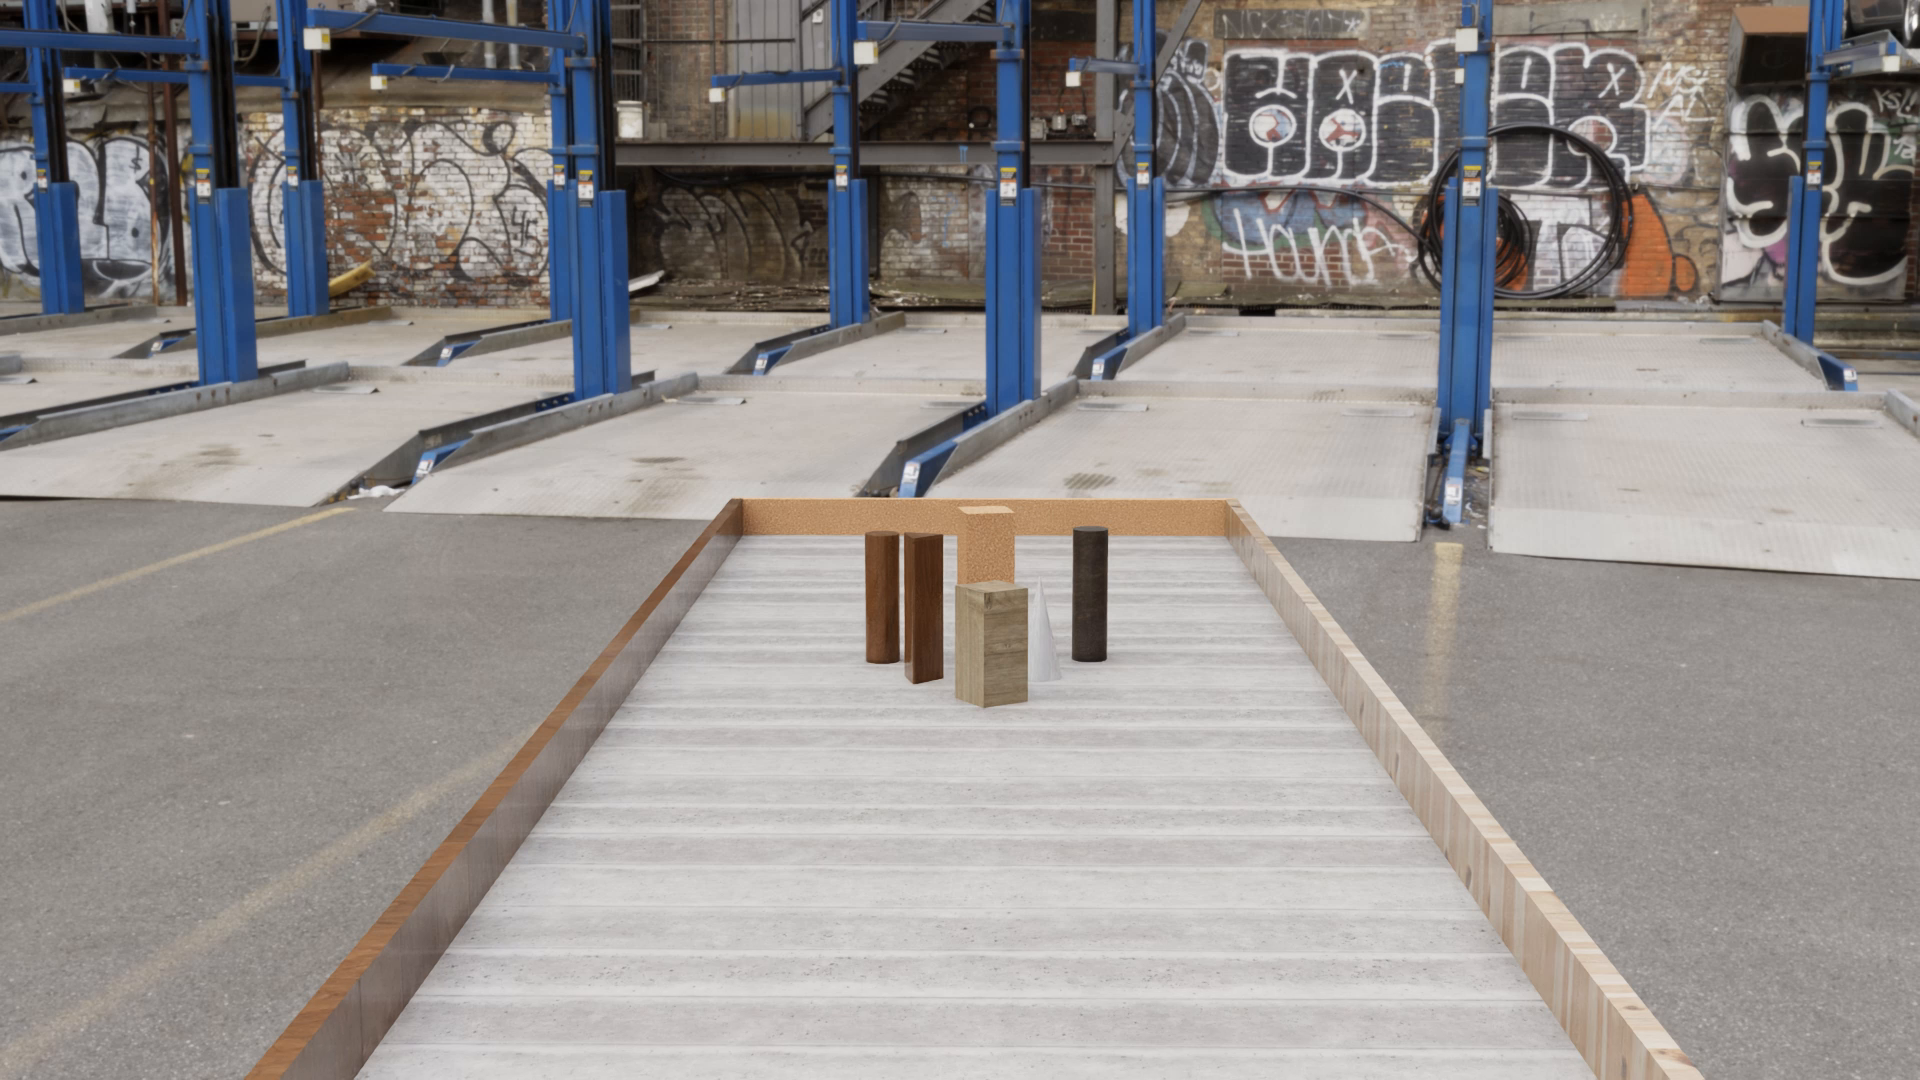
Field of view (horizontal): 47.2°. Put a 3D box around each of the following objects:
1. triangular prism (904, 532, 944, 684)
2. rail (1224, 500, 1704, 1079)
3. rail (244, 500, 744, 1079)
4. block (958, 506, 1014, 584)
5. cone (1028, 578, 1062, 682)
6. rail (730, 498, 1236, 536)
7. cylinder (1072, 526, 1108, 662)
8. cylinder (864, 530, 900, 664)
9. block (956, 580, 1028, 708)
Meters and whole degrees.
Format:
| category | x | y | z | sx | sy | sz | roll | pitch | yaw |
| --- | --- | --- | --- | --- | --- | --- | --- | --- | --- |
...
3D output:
| category | x | y | z | sx | sy | sz | roll | pitch | yaw |
| --- | --- | --- | --- | --- | --- | --- | --- | --- | --- |
| triangular prism | -0.126 | 0.195 | 6.415 | 0.117 | 0.428 | 0.101 | -8 | 12 | -43 |
| rail | 1.046 | 0.843 | 3.208 | 0.050 | 0.150 | 12.000 | 0 | 9 | 1 |
| rail | -1.004 | 0.839 | 3.234 | 0.050 | 0.150 | 12.000 | 0 | 9 | 1 |
| block | 0.078 | 0.135 | 6.692 | 0.148 | 0.459 | 0.148 | -2 | 9 | -11 |
| cone | 0.233 | 0.252 | 6.444 | 0.132 | 0.305 | 0.132 | 0 | 9 | 0 |
| rail | 0.099 | -0.098 | 9.147 | 2.100 | 0.150 | 0.050 | 0 | 9 | 1 |
| cylinder | 0.395 | 0.164 | 6.689 | 0.109 | 0.402 | 0.109 | 0 | 9 | 0 |
| cylinder | -0.235 | 0.173 | 6.665 | 0.105 | 0.392 | 0.105 | 0 | 9 | 0 |
| block | 0.088 | 0.289 | 6.153 | 0.147 | 0.323 | 0.147 | -6 | 11 | -32 |
